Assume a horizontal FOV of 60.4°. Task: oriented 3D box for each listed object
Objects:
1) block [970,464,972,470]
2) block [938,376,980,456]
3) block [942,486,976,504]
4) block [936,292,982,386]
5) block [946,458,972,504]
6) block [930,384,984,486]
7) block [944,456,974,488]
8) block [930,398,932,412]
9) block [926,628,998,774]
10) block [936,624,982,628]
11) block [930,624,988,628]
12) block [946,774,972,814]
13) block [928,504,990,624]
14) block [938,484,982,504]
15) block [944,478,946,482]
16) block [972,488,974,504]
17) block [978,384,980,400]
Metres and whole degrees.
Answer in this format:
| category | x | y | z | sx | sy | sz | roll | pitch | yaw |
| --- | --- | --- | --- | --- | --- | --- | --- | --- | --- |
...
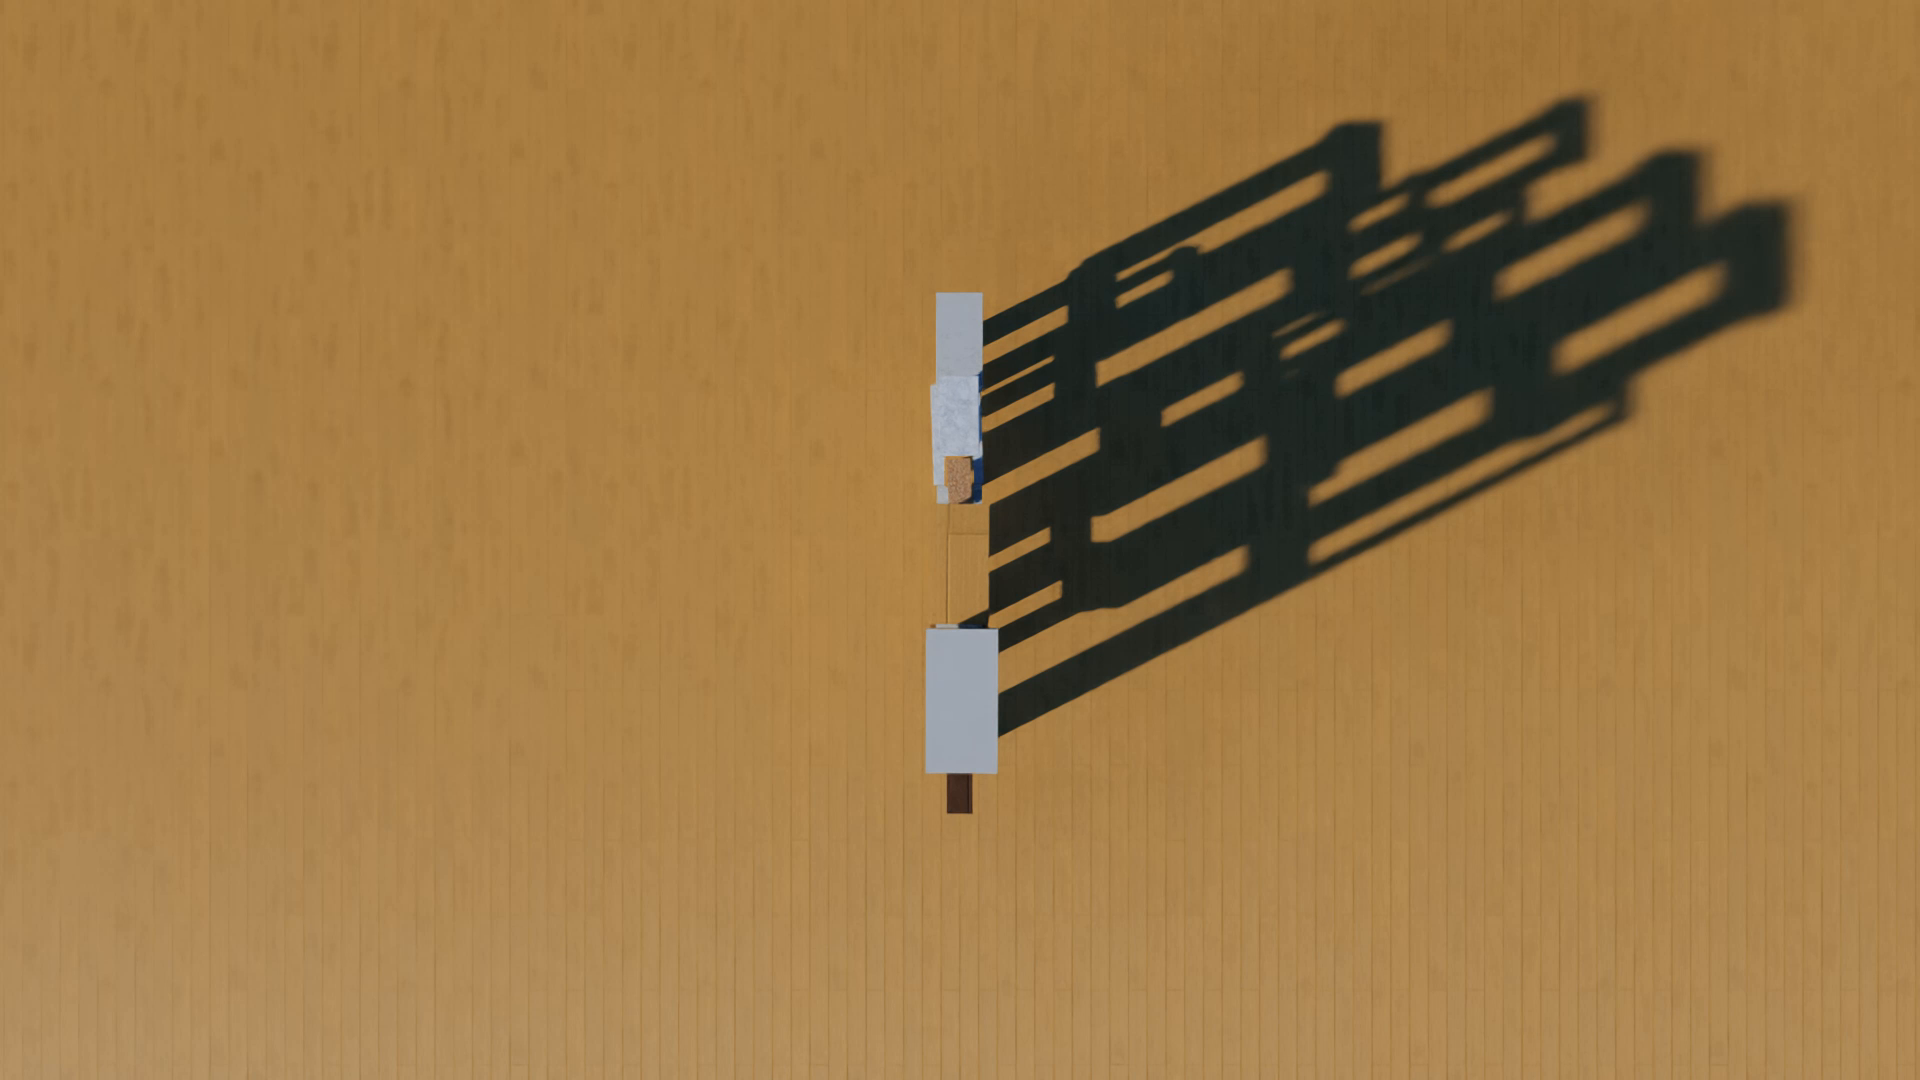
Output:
| category | x | y | z | sx | sy | sz | roll | pitch | yaw |
| --- | --- | --- | --- | --- | --- | --- | --- | --- | --- |
| block | -0.002 | -0.201 | 4.594 | 0.064 | 0.128 | 0.018 | -2 | 90 | 0 |
| block | -0.003 | -0.332 | 4.429 | 0.107 | 0.030 | 0.213 | 0 | 91 | 0 |
| block | -0.004 | -0.062 | 4.967 | 0.099 | 0.028 | 0.198 | 0 | 90 | 0 |
| block | -0.001 | -0.584 | 4.807 | 0.135 | 0.038 | 0.270 | 0 | 90 | 0 |
| block | -0.002 | -0.159 | 4.521 | 0.064 | 0.018 | 0.128 | -2 | 91 | 0 |
| block | -0.008 | -0.311 | 4.864 | 0.147 | 0.042 | 0.293 | -2 | 90 | 0 |
| block | -0.004 | -0.233 | 4.670 | 0.081 | 0.023 | 0.162 | -2 | 90 | 0 |
| block | -0.013 | -0.411 | 5.085 | 0.147 | 0.399 | 0.042 | -1 | 90 | 1 |
| block | 0.005 | 0.399 | 4.107 | 0.179 | 0.051 | 0.357 | 0 | 90 | 0 |
| block | -0.003 | 0.124 | 4.599 | 0.130 | 0.037 | 0.259 | 0 | 90 | 0 |
| block | -0.003 | 0.211 | 4.900 | 0.169 | 0.048 | 0.338 | 0 | 90 | 0 |
| block | -0.001 | 0.652 | 4.344 | 0.068 | 0.019 | 0.136 | 0 | 90 | 0 |
| block | -0.003 | 0.062 | 4.250 | 0.154 | 0.044 | 0.309 | 0 | 90 | 0 |
| block | -0.001 | -0.105 | 5.199 | 0.140 | 0.040 | 0.281 | 0 | 90 | 0 |
| block | -0.003 | -0.179 | 4.763 | 0.081 | 0.162 | 0.023 | -2 | 90 | 0 |
| block | 0.004 | -0.080 | 4.805 | 0.069 | 0.020 | 0.139 | 0 | 90 | 0 |
| block | 0.000 | -0.405 | 4.564 | 0.107 | 0.243 | 0.030 | 0 | 90 | 0 |
